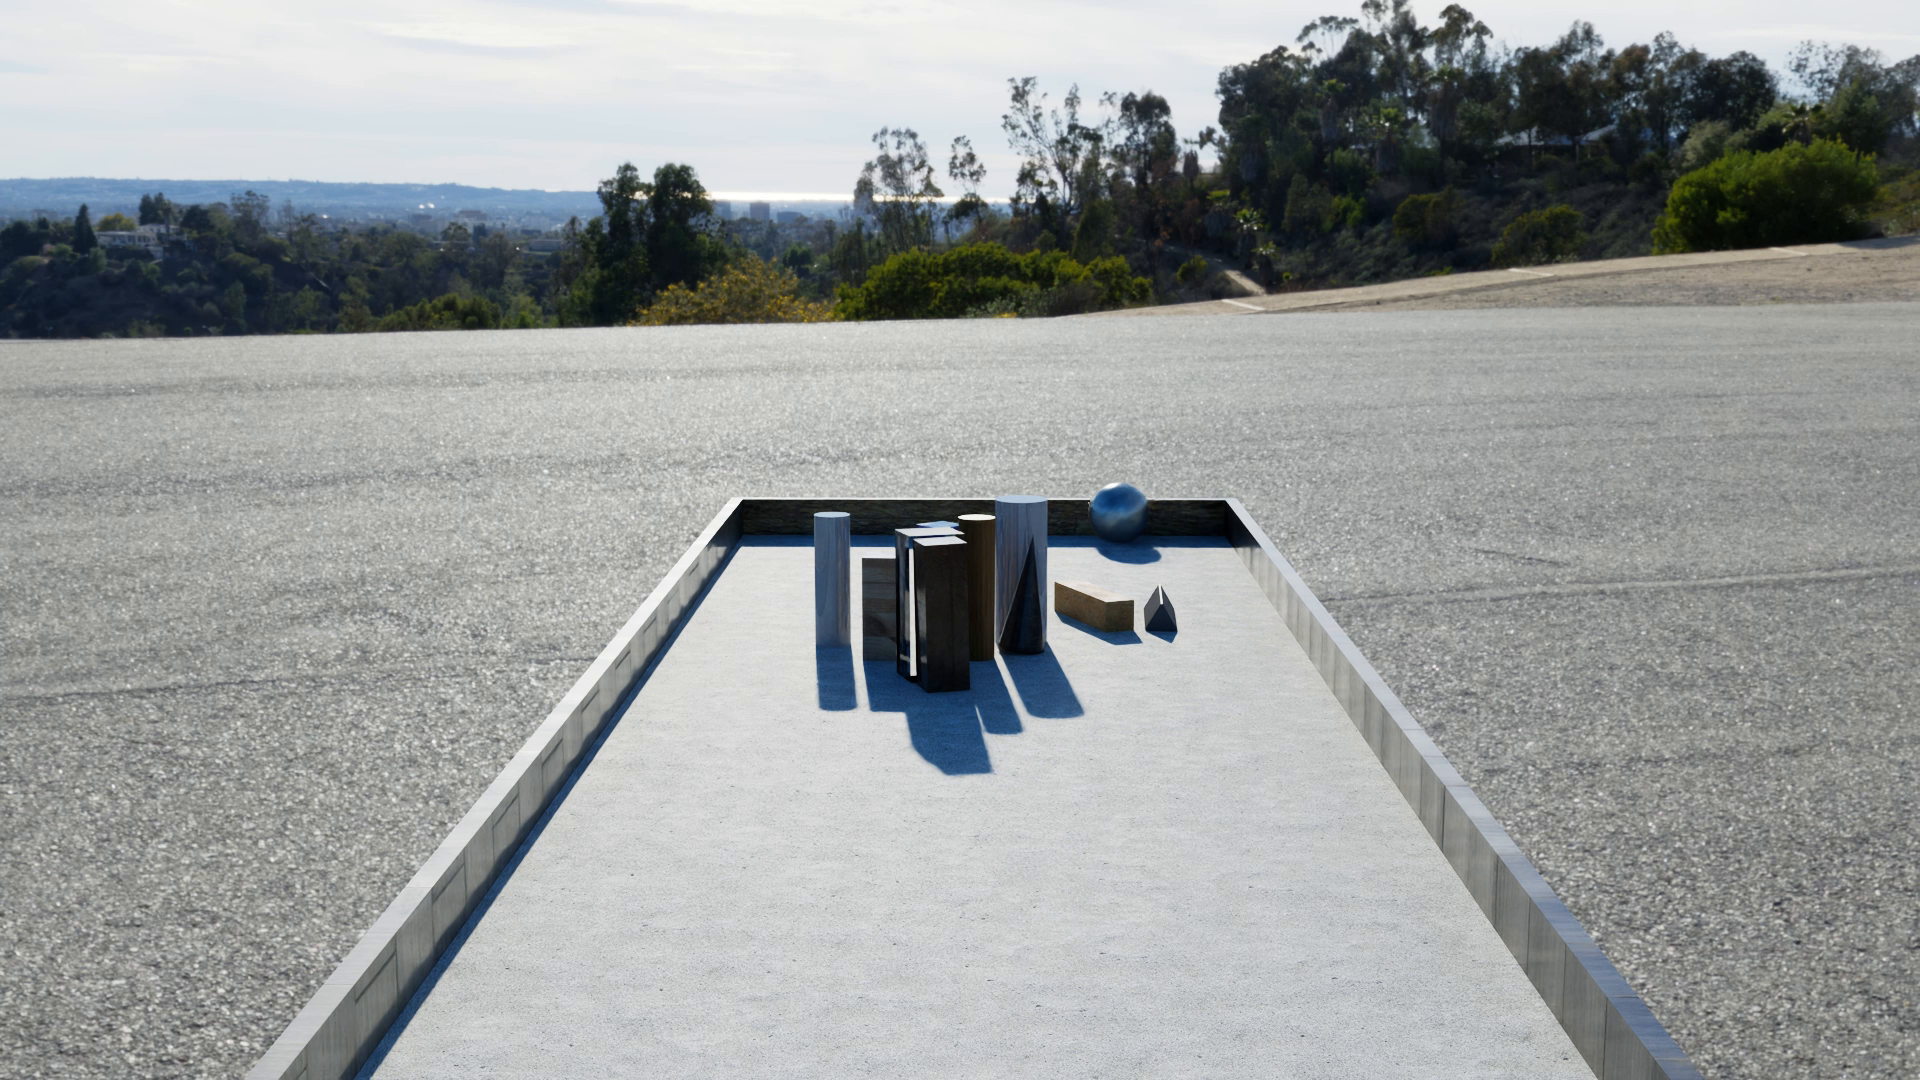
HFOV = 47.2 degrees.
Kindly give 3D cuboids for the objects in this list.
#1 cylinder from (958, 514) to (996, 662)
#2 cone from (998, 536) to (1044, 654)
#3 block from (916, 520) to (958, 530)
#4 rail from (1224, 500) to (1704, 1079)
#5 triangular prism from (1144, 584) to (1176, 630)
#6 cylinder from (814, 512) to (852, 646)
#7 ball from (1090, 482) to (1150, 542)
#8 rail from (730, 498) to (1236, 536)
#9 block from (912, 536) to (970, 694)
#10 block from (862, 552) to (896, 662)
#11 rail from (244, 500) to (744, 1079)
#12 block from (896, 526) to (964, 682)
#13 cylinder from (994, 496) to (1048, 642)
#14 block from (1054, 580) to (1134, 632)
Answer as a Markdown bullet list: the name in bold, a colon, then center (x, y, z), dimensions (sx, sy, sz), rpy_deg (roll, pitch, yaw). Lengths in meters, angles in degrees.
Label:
- **cylinder**: center (0.050, 0.146, 6.701), dimensions (0.112, 0.434, 0.112), rpy_deg (0, 9, 0)
- **cone**: center (0.208, 0.160, 6.802), dimensions (0.147, 0.362, 0.147), rpy_deg (6, 10, -1)
- **block**: center (-0.061, 0.138, 6.937), dimensions (0.111, 0.377, 0.111), rpy_deg (-8, 12, -40)
- **rail**: center (1.046, 0.843, 3.208), dimensions (0.050, 0.150, 12.000), rpy_deg (0, 9, 1)
- **triangular prism**: center (0.666, 0.222, 7.311), dimensions (0.103, 0.089, 0.366), rpy_deg (1, 9, 4)
- **cylinder**: center (-0.401, 0.123, 6.917), dimensions (0.113, 0.411, 0.113), rpy_deg (0, 9, 0)
- **ball**: center (0.647, -0.111, 8.932), dimensions (0.244, 0.244, 0.244), rpy_deg (0, 9, 0)
- **rail**: center (0.099, -0.098, 9.147), dimensions (2.100, 0.150, 0.050), rpy_deg (0, 9, 1)
- **block**: center (-0.053, 0.213, 6.299), dimensions (0.125, 0.426, 0.125), rpy_deg (-4, 10, -16)
- **block**: center (-0.240, 0.203, 6.717), dimensions (0.104, 0.317, 0.104), rpy_deg (1, 9, 6)
- **rail**: center (-1.004, 0.839, 3.234), dimensions (0.050, 0.150, 12.000), rpy_deg (0, 9, 1)
- **block**: center (-0.087, 0.187, 6.445), dimensions (0.165, 0.428, 0.165), rpy_deg (-3, 8, -16)
- **cylinder**: center (0.193, 0.095, 6.950), dimensions (0.166, 0.455, 0.166), rpy_deg (0, 10, 0)
- **block**: center (0.443, 0.217, 7.318), dimensions (0.100, 0.100, 0.408), rpy_deg (-4, 10, -22)
